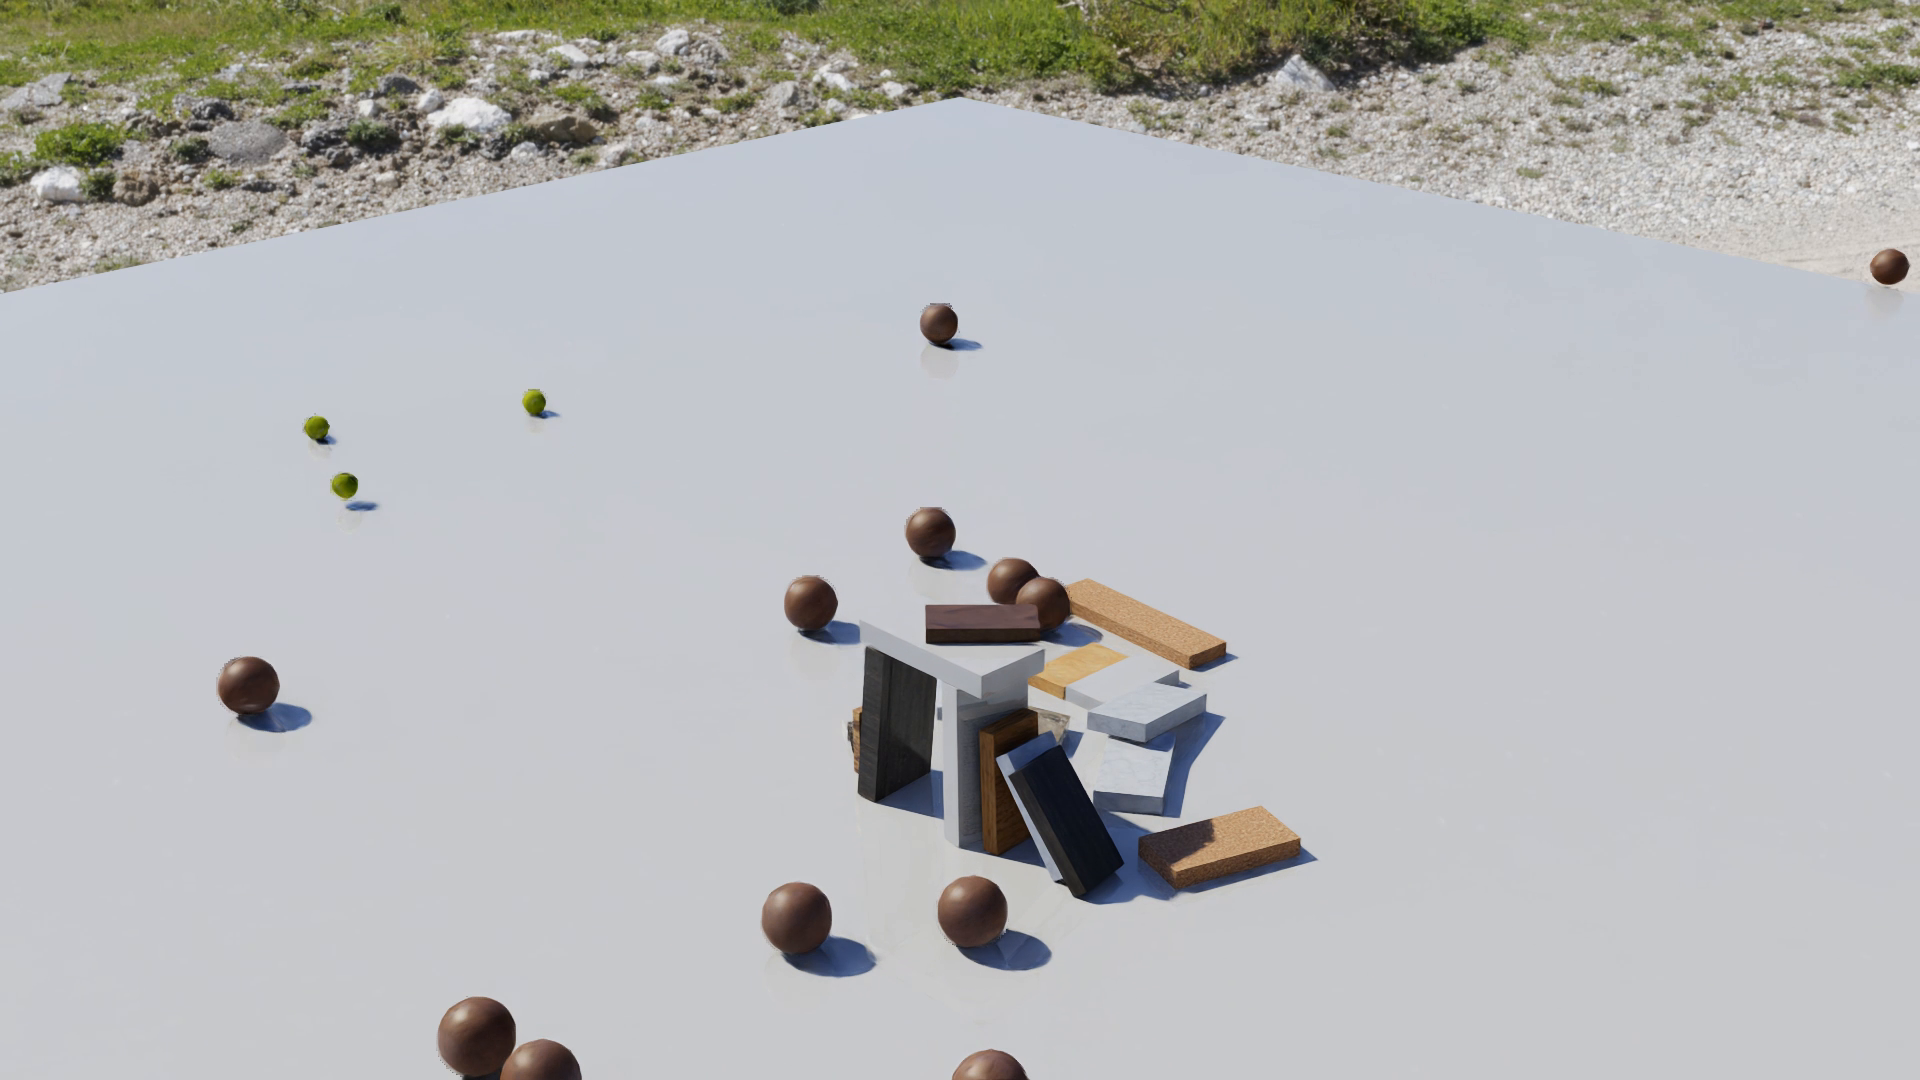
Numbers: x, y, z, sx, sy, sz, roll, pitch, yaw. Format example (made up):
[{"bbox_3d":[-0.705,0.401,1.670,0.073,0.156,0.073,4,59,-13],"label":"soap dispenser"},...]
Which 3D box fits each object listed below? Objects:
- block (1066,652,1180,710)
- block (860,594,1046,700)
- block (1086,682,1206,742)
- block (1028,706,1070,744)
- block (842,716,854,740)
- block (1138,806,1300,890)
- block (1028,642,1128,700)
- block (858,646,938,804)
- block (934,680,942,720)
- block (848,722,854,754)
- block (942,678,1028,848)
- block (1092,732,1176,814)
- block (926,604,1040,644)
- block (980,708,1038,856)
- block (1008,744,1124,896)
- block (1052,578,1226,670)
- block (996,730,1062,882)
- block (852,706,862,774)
[{"bbox_3d":[0.367,0.325,4.949,0.246,0.035,0.123,-21,31,-40],"label":"block"},{"bbox_3d":[-0.018,0.206,4.322,0.173,0.049,0.346,-21,31,-40],"label":"block"},{"bbox_3d":[0.407,0.371,4.766,0.141,0.040,0.283,10,15,32],"label":"block"},{"bbox_3d":[0.104,0.393,4.749,0.246,0.035,0.123,13,25,11],"label":"block"},{"bbox_3d":[-0.179,0.404,4.783,0.146,0.021,0.073,-5,23,-11],"label":"block"},{"bbox_3d":[0.507,0.599,4.298,0.283,0.040,0.141,-11,25,-24],"label":"block"},{"bbox_3d":[0.270,0.298,5.019,0.221,0.031,0.111,-21,31,-40],"label":"block"},{"bbox_3d":[-0.125,0.349,4.491,0.049,0.346,0.173,24,32,34],"label":"block"},{"bbox_3d":[-0.025,0.334,4.934,0.111,0.031,0.221,-6,24,-14],"label":"block"},{"bbox_3d":[-0.164,0.416,4.723,0.146,0.021,0.073,-5,43,-11],"label":"block"},{"bbox_3d":[0.051,0.419,4.330,0.173,0.346,0.049,-16,26,-33],"label":"block"},{"bbox_3d":[0.366,0.478,4.583,0.141,0.040,0.283,4,23,10],"label":"block"},{"bbox_3d":[0.043,0.164,4.319,0.221,0.031,0.111,0,23,-1],"label":"block"},{"bbox_3d":[0.099,0.473,4.310,0.037,0.261,0.131,17,28,40],"label":"block"},{"bbox_3d":[0.204,0.535,4.203,0.037,0.261,0.131,-30,-2,43],"label":"block"},{"bbox_3d":[0.422,0.197,5.253,0.123,0.035,0.474,-18,29,-36],"label":"block"},{"bbox_3d":[0.178,0.513,4.252,0.131,0.261,0.037,-23,-3,-43],"label":"block"},{"bbox_3d":[-0.188,0.412,4.602,0.073,0.146,0.021,-19,29,-37],"label":"block"}]
